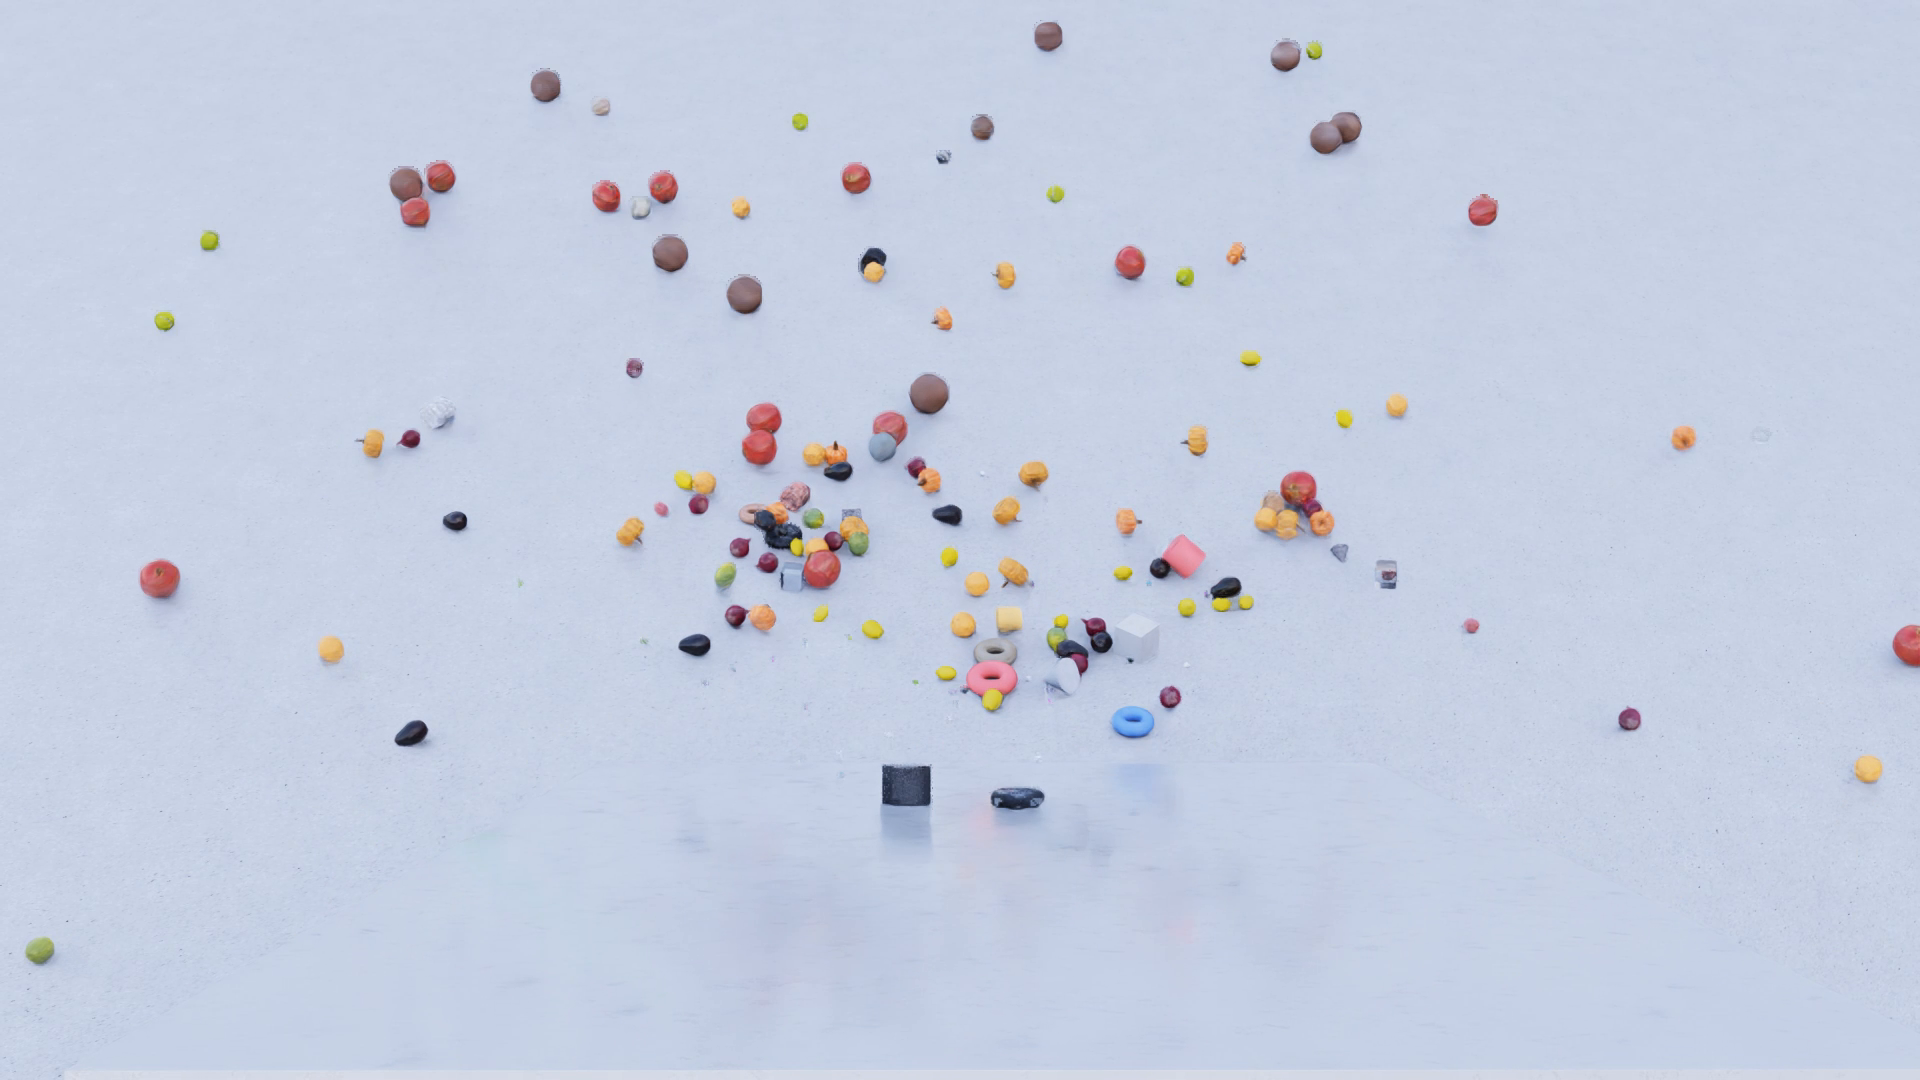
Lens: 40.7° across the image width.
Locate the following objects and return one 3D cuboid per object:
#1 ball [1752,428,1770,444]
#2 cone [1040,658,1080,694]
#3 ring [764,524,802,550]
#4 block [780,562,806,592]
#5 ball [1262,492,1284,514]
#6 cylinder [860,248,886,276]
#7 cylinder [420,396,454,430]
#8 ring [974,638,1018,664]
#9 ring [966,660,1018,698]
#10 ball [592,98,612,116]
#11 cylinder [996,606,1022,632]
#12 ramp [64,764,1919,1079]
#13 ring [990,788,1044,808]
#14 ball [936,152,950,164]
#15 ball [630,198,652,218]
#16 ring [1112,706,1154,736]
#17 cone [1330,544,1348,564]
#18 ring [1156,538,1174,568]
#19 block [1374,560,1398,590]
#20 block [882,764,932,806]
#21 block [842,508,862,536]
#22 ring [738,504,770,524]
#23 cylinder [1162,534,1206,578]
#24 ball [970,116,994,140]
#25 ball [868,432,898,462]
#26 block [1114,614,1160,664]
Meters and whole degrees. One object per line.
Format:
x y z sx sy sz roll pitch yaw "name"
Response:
2.572 -0.332 8.311 0.053 0.053 0.053 0 31 0 "ball"
0.260 0.379 7.139 0.100 0.100 0.100 -11 20 39 "cone"
-0.531 -0.011 7.791 0.116 0.039 0.116 -3 30 2 "ring"
-0.488 0.108 7.573 0.060 0.060 0.060 5 31 8 "block"
0.961 -0.113 7.935 0.067 0.067 0.067 0 31 0 "ball"
-0.317 -1.011 9.414 0.080 0.080 0.080 7 32 11 "cylinder"
-1.700 -0.413 8.419 0.082 0.082 0.082 17 35 26 "cylinder"
0.099 0.317 7.246 0.123 0.041 0.123 -1 32 1 "ring"
0.088 0.383 7.131 0.143 0.048 0.143 -1 32 0 "ring"
-1.483 -1.793 10.716 0.078 0.078 0.078 0 31 0 "ball"
0.139 0.227 7.371 0.065 0.065 0.065 -9 32 -8 "cylinder"
0.069 0.613 4.687 2.000 0.100 4.000 0 0 0 "ramp"
0.122 0.550 5.518 0.116 0.039 0.116 -1 1 0 "ring"
-0.065 -1.516 10.278 0.054 0.054 0.054 0 31 0 "ball"
-1.213 -1.261 9.828 0.081 0.081 0.081 0 31 0 "ball"
0.464 0.488 6.963 0.116 0.039 0.116 1 31 -1 "ring"
1.135 0.048 7.707 0.055 0.055 0.055 -3 58 -5 "cone"
0.648 0.038 7.706 0.131 0.044 0.131 0 32 0 "ring"
1.247 0.101 7.585 0.061 0.061 0.061 4 31 6 "block"
-0.116 0.528 5.589 0.082 0.082 0.082 0 0 -23 "block"
-0.327 -0.055 7.846 0.058 0.058 0.058 -3 31 -4 "block"
-0.629 -0.081 7.915 0.097 0.032 0.097 -1 31 1 "ring"
0.658 0.045 7.603 0.093 0.093 0.093 40 35 -6 "cylinder"
0.091 -1.668 10.490 0.096 0.096 0.096 0 31 0 "ball"
-0.244 -0.295 8.214 0.091 0.091 0.091 0 31 0 "ball"
0.497 0.277 7.264 0.090 0.090 0.090 23 38 33 "block"
